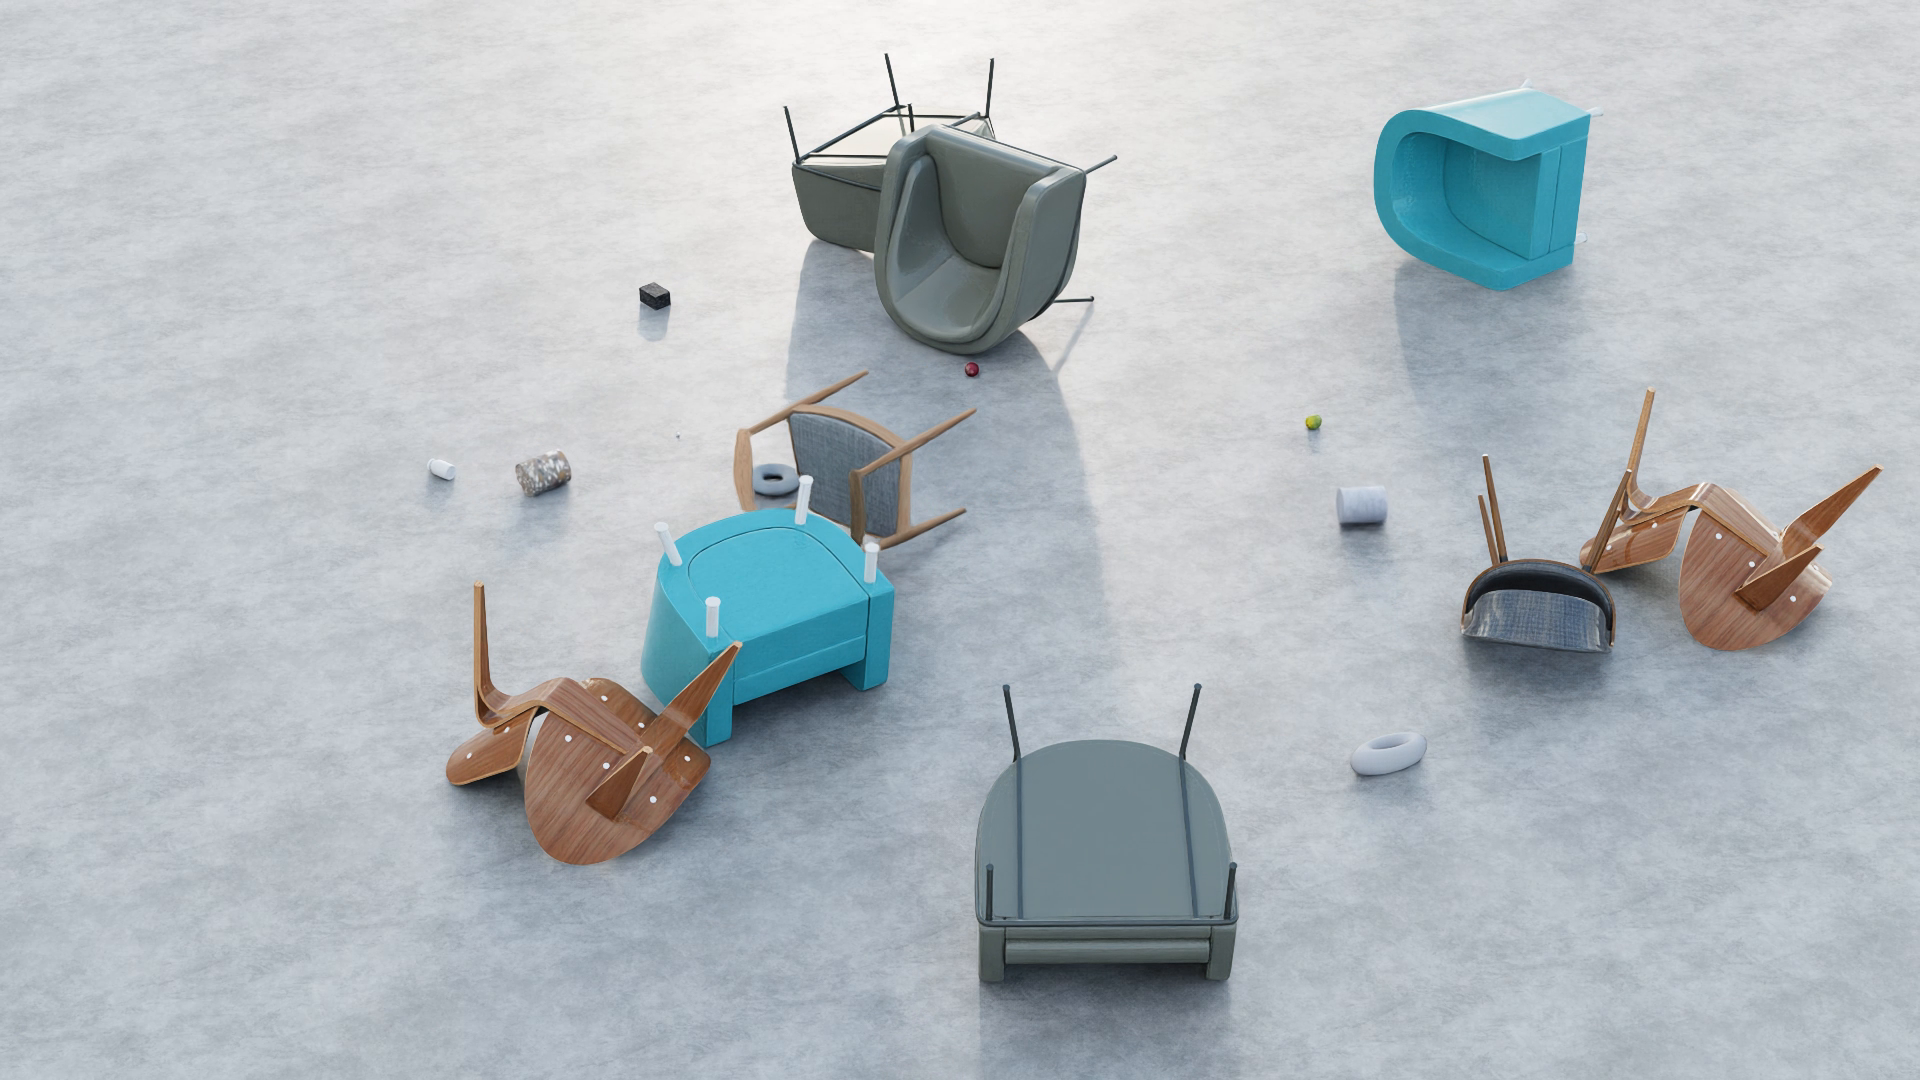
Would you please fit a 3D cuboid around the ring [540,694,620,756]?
[{"bbox_3d":[-1.286,0.624,9.944,0.218,0.060,0.352,16,37,25],"label":"ring"}]

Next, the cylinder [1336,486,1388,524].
[{"bbox_3d":[1.510,-0.129,11.017,0.166,0.136,0.136,-3,25,-5],"label":"cylinder"}]

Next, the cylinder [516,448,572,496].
[{"bbox_3d":[-1.595,-0.259,11.226,0.172,0.134,0.113,-24,-4,-32],"label":"cylinder"}]

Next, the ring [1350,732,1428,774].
[{"bbox_3d":[1.430,0.712,9.777,0.288,0.098,0.110,-13,33,-20],"label":"ring"}]

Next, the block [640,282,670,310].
[{"bbox_3d":[-1.296,-1.036,12.459,0.079,0.064,0.115,-26,41,-34],"label":"block"}]

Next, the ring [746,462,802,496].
[{"bbox_3d":[-0.717,-0.232,11.253,0.219,0.048,0.212,25,40,34],"label":"ring"}]
